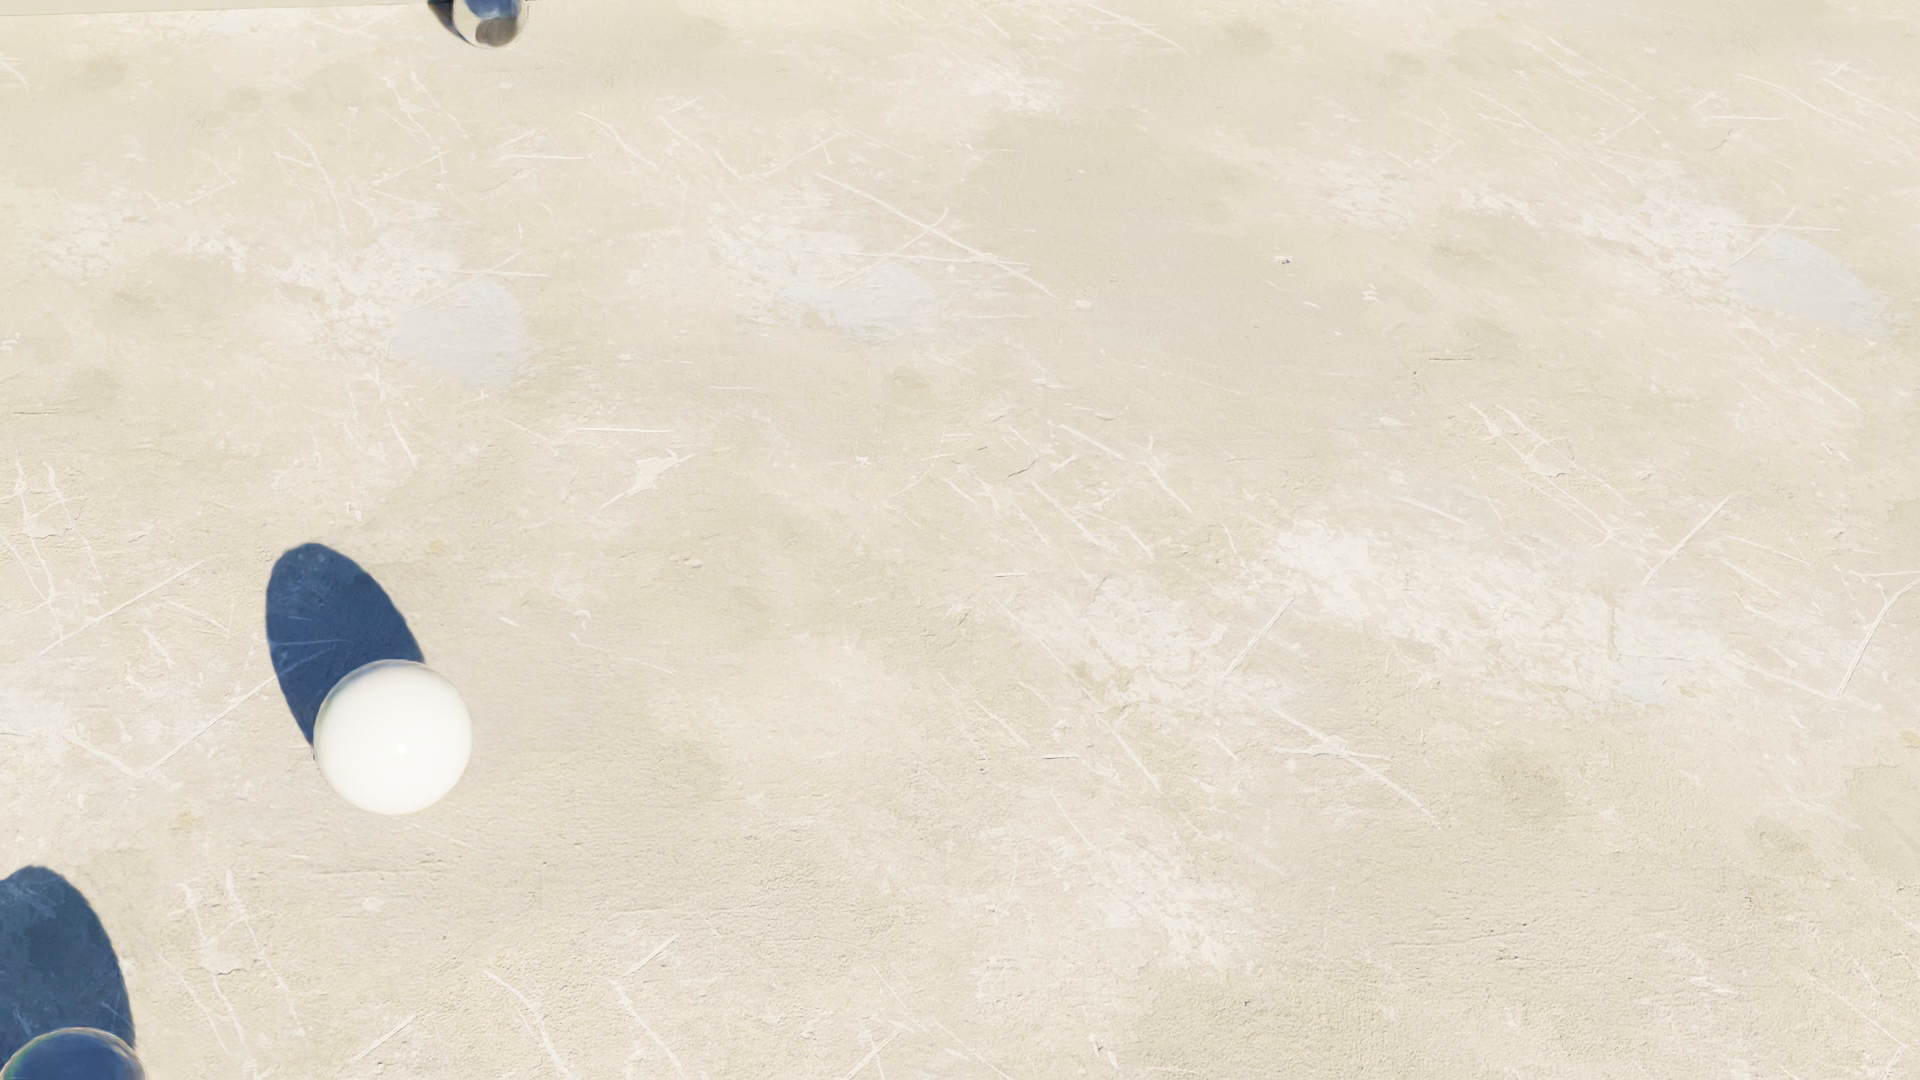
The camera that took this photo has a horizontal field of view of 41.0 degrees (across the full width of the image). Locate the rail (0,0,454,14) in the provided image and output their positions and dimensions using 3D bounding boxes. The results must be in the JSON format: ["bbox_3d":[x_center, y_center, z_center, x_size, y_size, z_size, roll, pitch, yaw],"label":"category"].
[{"bbox_3d":[0.809,-0.577,2.360,3.496,0.114,0.045,-2,36,-3],"label":"rail"}]

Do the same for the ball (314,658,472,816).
[{"bbox_3d":[-0.318,0.111,1.442,0.088,0.088,0.088,0,36,0],"label":"ball"}]

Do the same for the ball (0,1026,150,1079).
[{"bbox_3d":[-0.427,0.271,1.234,0.074,0.074,0.074,0,36,0],"label":"ball"}]

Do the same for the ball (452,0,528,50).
[{"bbox_3d":[-0.412,-0.463,2.247,0.064,0.064,0.064,0,36,0],"label":"ball"}]
